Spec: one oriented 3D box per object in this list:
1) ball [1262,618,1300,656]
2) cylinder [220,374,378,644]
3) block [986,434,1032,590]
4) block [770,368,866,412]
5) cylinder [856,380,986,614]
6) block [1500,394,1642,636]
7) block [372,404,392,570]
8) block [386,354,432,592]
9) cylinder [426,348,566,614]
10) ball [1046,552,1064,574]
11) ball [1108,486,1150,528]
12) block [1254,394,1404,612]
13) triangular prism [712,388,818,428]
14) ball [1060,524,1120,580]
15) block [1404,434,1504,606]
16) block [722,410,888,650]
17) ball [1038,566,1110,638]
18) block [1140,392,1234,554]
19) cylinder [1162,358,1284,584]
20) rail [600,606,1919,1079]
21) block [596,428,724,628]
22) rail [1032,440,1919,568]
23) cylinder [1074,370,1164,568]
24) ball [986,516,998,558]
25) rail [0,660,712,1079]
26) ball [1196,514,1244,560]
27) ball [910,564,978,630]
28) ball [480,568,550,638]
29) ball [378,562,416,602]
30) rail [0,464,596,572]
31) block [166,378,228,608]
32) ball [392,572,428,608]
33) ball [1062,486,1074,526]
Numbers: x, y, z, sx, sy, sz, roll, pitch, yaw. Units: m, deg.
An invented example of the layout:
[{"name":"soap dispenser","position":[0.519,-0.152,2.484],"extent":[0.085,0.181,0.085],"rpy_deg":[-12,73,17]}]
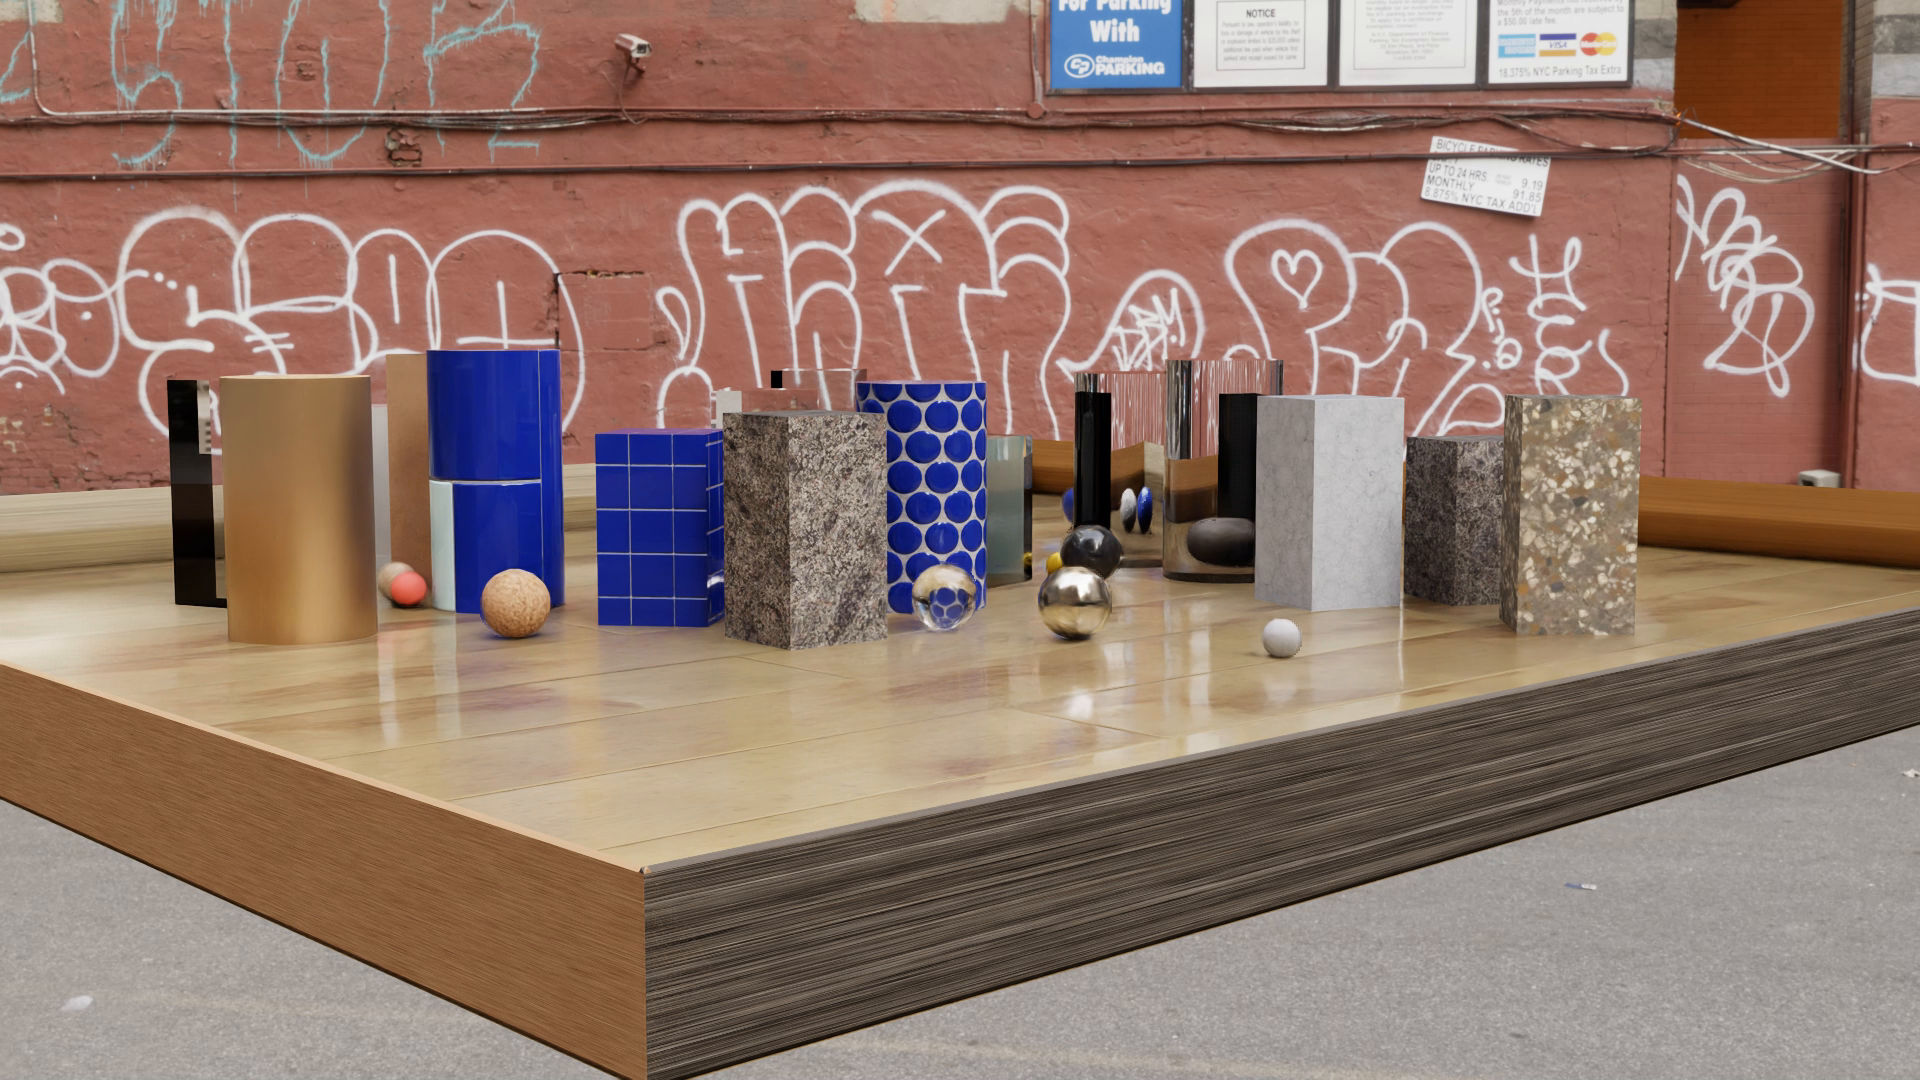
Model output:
[{"name":"ball","position":[0.415,0.126,2.838],"extent":[0.050,0.050,0.050],"rpy_deg":[0,6,0]},{"name":"cylinder","position":[-0.907,-0.047,3.019],"extent":[0.198,0.355,0.198],"rpy_deg":[0,6,0]},{"name":"block","position":[0.010,-0.051,3.610],"extent":[0.159,0.241,0.159],"rpy_deg":[4,7,33]},{"name":"block","position":[-0.272,-0.165,4.273],"extent":[0.159,0.331,0.159],"rpy_deg":[1,6,7]},{"name":"cylinder","position":[-0.059,-0.070,3.323],"extent":[0.198,0.338,0.198],"rpy_deg":[0,6,0]},{"name":"block","position":[0.856,-0.039,3.097],"extent":[0.159,0.325,0.159],"rpy_deg":[1,6,5]},{"name":"block","position":[-0.991,-0.097,3.872],"extent":[0.159,0.279,0.159],"rpy_deg":[-2,6,-20]},{"name":"block","position":[-0.807,-0.112,3.554],"extent":[0.159,0.375,0.159],"rpy_deg":[4,7,32]},{"name":"cylinder","position":[-0.700,-0.094,3.320],"extent":[0.198,0.386,0.198],"rpy_deg":[0,6,0]},{"name":"ball","position":[0.164,0.042,3.670],"extent":[0.043,0.043,0.043],"rpy_deg":[0,6,0]},{"name":"ball","position":[0.348,-0.068,4.518],"extent":[0.088,0.088,0.088],"rpy_deg":[0,6,0]},{"name":"block","position":[0.562,-0.061,3.357],"extent":[0.159,0.314,0.159],"rpy_deg":[-3,7,-24]},{"name":"triangular prism","position":[-0.327,-0.074,3.428],"extent":[0.172,0.324,0.149],"rpy_deg":[-3,7,-26]},{"name":"ball","position":[0.213,0.023,3.592],"extent":[0.099,0.099,0.099],"rpy_deg":[0,6,0]},{"name":"block","position":[0.799,-0.033,3.409],"extent":[0.159,0.248,0.159],"rpy_deg":[-2,6,-17]},{"name":"block","position":[-0.210,-0.019,2.985],"extent":[0.159,0.307,0.159],"rpy_deg":[-5,8,-39]},{"name":"ball","position":[0.155,0.085,2.995],"extent":[0.099,0.099,0.099],"rpy_deg":[0,6,0]},{"name":"block","position":[0.425,-0.128,4.115],"extent":[0.159,0.291,0.159],"rpy_deg":[1,6,11]},{"name":"cylinder","position":[0.440,-0.120,3.681],"extent":[0.198,0.364,0.198],"rpy_deg":[0,6,0]},{"name":"rail","position":[0.945,0.140,2.314],"extent":[3.101,0.129,0.045],"rpy_deg":[-5,8,-42]},{"name":"block","position":[-0.426,-0.021,3.179],"extent":[0.159,0.272,0.159],"rpy_deg":[1,6,7]},{"name":"rail","position":[1.122,-0.074,4.362],"extent":[0.045,0.129,2.833],"rpy_deg":[-5,8,-42]},{"name":"cylinder","position":[0.300,-0.129,3.899],"extent":[0.198,0.336,0.198],"rpy_deg":[0,6,0]},{"name":"ball","position":[0.025,-0.006,3.918],"extent":[0.089,0.089,0.089],"rpy_deg":[0,6,0]},{"name":"rail","position":[-1.122,0.141,2.302],"extent":[0.045,0.129,2.833],"rpy_deg":[-5,8,-42]},{"name":"ball","position":[0.465,-0.005,3.924],"extent":[0.085,0.085,0.085],"rpy_deg":[0,6,0]},{"name":"ball","position":[-0.022,0.079,3.076],"extent":[0.093,0.093,0.093],"rpy_deg":[0,6,0]},{"name":"ball","position":[-0.608,0.086,3.005],"extent":[0.094,0.094,0.094],"rpy_deg":[0,6,0]},{"name":"ball","position":[-0.859,0.065,3.362],"extent":[0.062,0.062,0.062],"rpy_deg":[0,6,0]},{"name":"rail","position":[-0.945,-0.073,4.350],"extent":[3.101,0.129,0.045],"rpy_deg":[-5,8,-42]},{"name":"block","position":[-1.088,-0.076,3.365],"extent":[0.159,0.341,0.159],"rpy_deg":[3,7,25]},{"name":"ball","position":[-0.829,0.075,3.313],"extent":[0.053,0.053,0.053],"rpy_deg":[0,6,0]},{"name":"ball","position":[0.256,-0.070,4.504],"extent":[0.093,0.093,0.093],"rpy_deg":[0,6,0]}]
